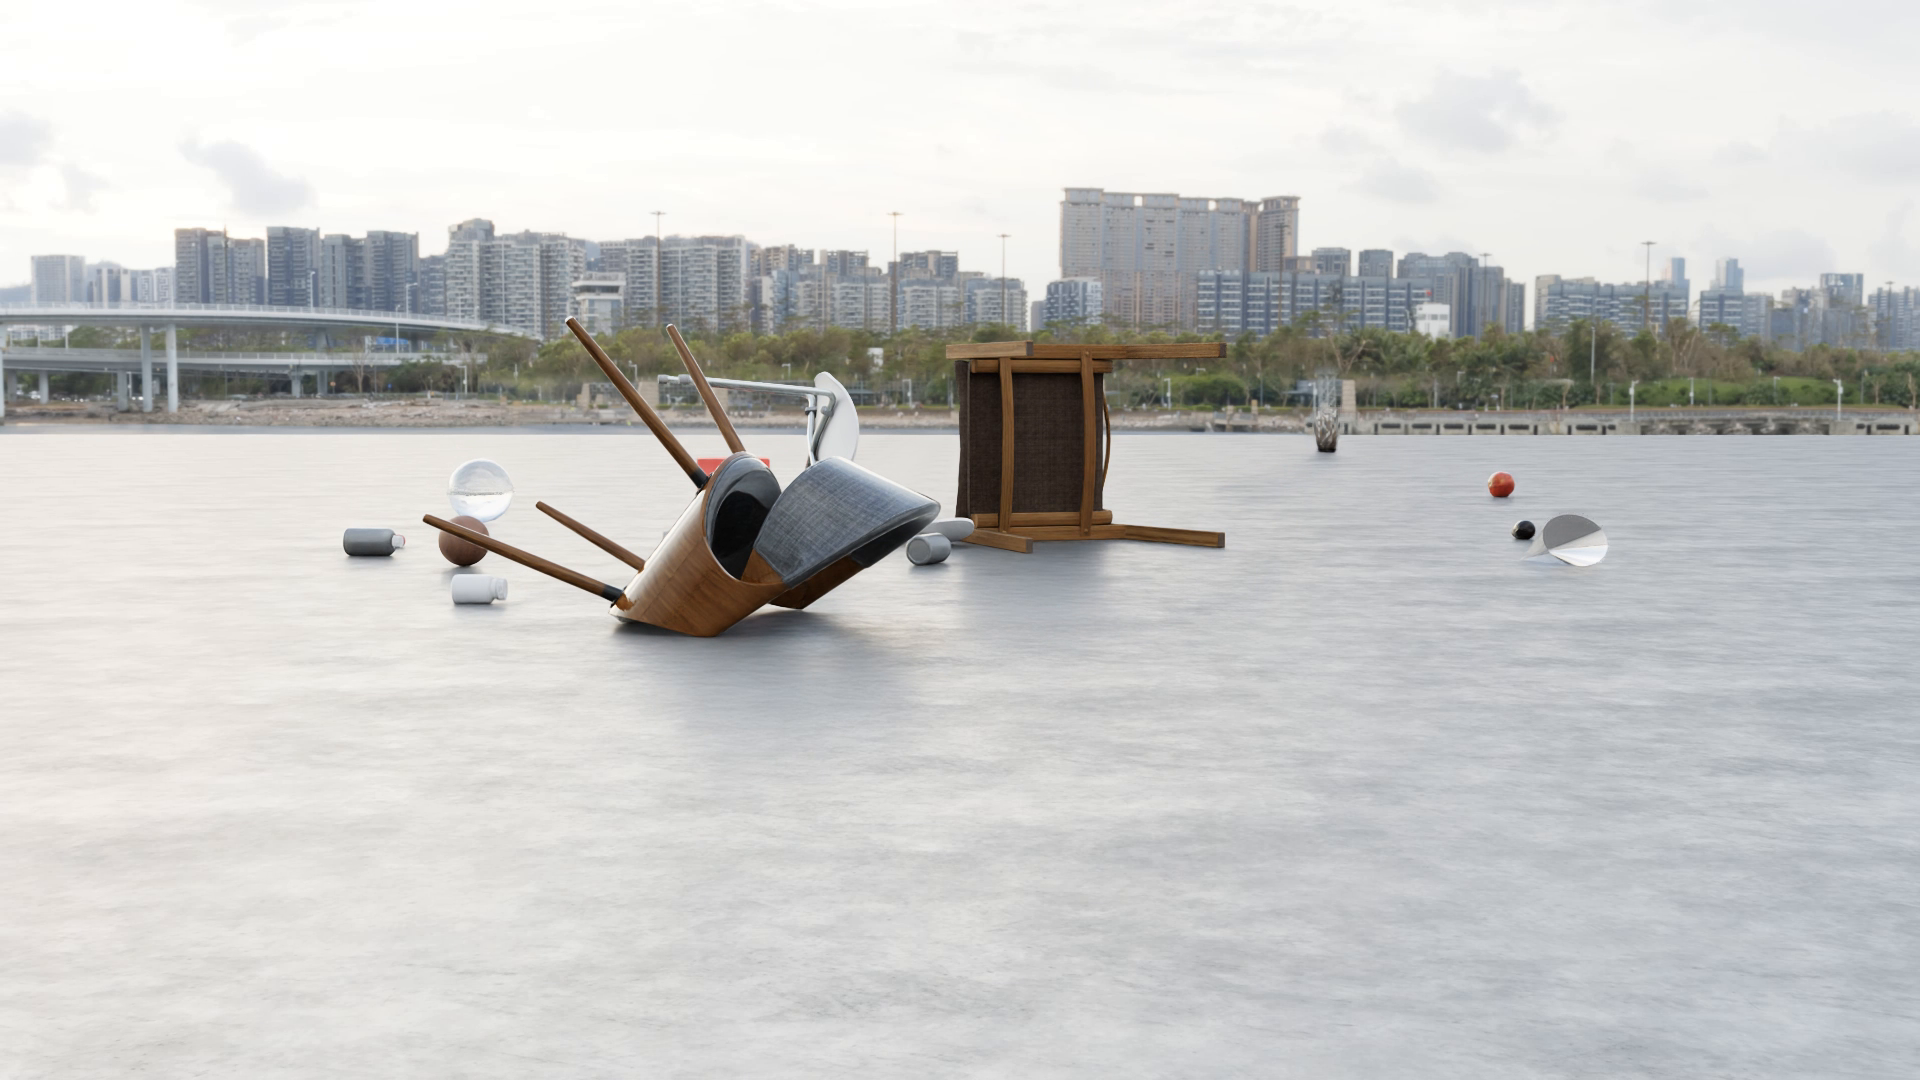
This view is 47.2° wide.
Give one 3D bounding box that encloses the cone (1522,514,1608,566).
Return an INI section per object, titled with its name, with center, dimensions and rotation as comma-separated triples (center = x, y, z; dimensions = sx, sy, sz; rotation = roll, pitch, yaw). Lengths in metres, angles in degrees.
[cone]
center = 1.521, 0.026, 5.691
dimensions = 0.212, 0.135, 0.214
rotation = 3, -16, -26

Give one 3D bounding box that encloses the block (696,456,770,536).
[block]
center = -0.707, -0.138, 6.848
dimensions = 0.220, 0.235, 0.212
rotation = -1, 4, -7

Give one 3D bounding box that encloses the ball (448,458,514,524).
[ball]
center = -1.606, -0.164, 7.367
dimensions = 0.215, 0.215, 0.215
rotation = 0, 4, 0

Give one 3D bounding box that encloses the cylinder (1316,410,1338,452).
[cylinder]
center = 2.643, -0.787, 15.809
dimensions = 0.130, 0.298, 0.326
rotation = 0, 14, 14
